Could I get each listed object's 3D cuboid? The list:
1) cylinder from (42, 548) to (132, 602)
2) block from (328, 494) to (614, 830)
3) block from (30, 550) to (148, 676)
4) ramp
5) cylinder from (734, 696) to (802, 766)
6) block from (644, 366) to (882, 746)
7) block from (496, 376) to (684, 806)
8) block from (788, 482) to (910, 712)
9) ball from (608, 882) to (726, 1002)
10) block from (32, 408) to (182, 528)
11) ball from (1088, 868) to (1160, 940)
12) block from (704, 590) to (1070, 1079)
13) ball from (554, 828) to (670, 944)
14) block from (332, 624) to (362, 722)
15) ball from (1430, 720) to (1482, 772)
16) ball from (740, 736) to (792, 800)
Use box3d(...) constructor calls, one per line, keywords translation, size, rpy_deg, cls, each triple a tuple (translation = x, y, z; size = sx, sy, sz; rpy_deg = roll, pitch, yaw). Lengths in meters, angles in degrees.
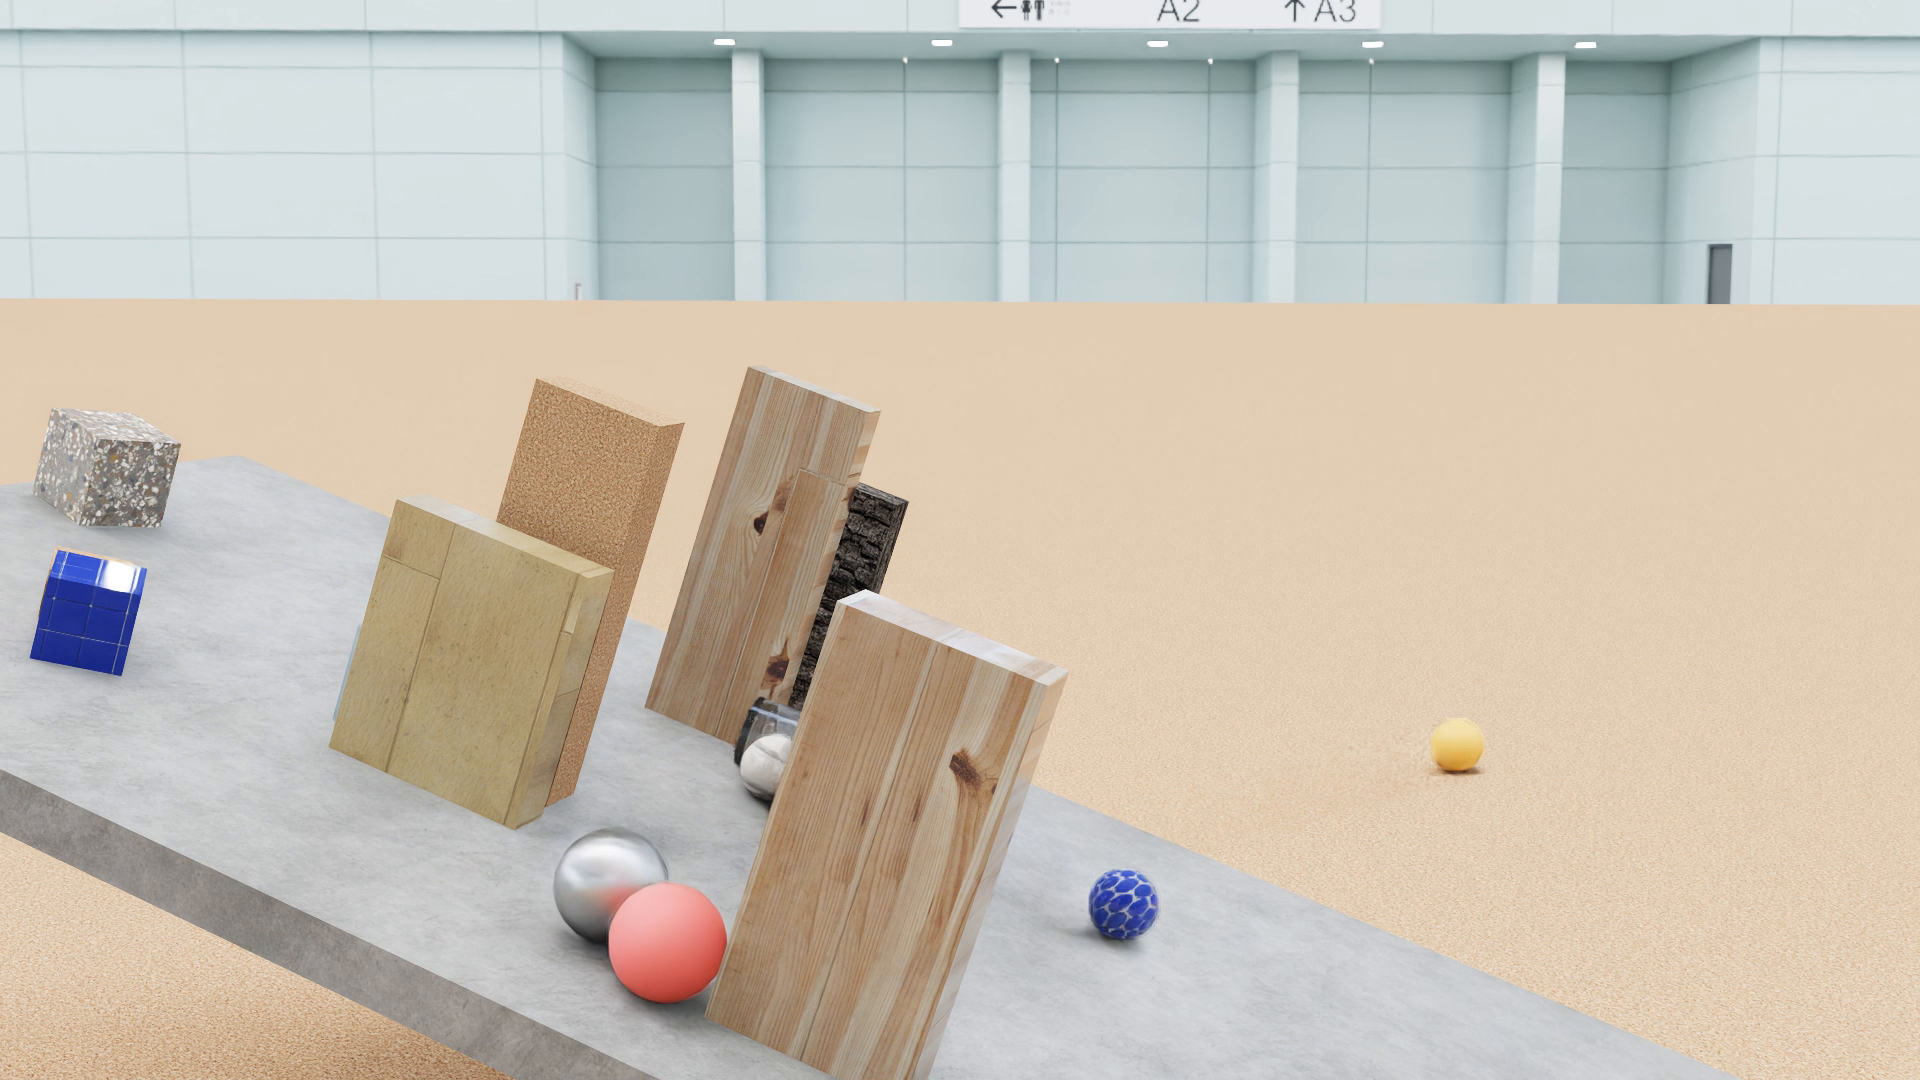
box3d(translation=(-1.658, 0.094, 4.172), size=(0.140, 0.140, 0.140), rpy_deg=(11, 3, -20), cls="cylinder")
box3d(translation=(-0.880, 0.216, 3.951), size=(0.395, 0.485, 0.101), rpy_deg=(21, 12, 14), cls="block")
box3d(translation=(-1.599, 0.133, 4.040), size=(0.159, 0.159, 0.159), rpy_deg=(14, 13, -20), cls="block")
box3d(translation=(-0.347, 0.647, 4.220), size=(4.000, 0.100, 2.000), rpy_deg=(21, 12, 14), cls="ramp")
box3d(translation=(-0.372, 0.423, 4.587), size=(0.151, 0.151, 0.151), rpy_deg=(20, 10, 7), cls="cylinder")
box3d(translation=(-0.424, 0.045, 4.685), size=(0.282, 0.780, 0.083), rpy_deg=(21, 12, 14), cls="block")
box3d(translation=(-0.747, 0.094, 4.059), size=(0.254, 0.747, 0.111), rpy_deg=(21, 12, 14), cls="block")
box3d(translation=(-0.338, 0.137, 4.893), size=(0.277, 0.575, 0.086), rpy_deg=(21, 12, 14), cls="block")
box3d(translation=(-0.458, 0.630, 3.445), size=(0.185, 0.185, 0.185), rpy_deg=(0, 7, 0), cls="ball")
box3d(translation=(-1.878, -0.159, 4.841), size=(0.198, 0.198, 0.198), rpy_deg=(26, 14, 34), cls="block")
box3d(translation=(0.321, 0.716, 4.326), size=(0.140, 0.140, 0.140), rpy_deg=(0, 7, 0), cls="ball")
box3d(translation=(-0.118, 0.473, 3.393), size=(0.346, 0.706, 0.128), rpy_deg=(21, 12, 14), cls="block")
box3d(translation=(-0.567, 0.562, 3.579), size=(0.187, 0.187, 0.187), rpy_deg=(0, 7, 0), cls="ball")
box3d(translation=(-1.032, 0.271, 4.178), size=(0.195, 0.195, 0.195), rpy_deg=(21, 12, 14), cls="block")
box3d(translation=(1.850, 0.768, 8.197), size=(0.194, 0.194, 0.194), rpy_deg=(0, 7, 0), cls="ball")
box3d(translation=(-0.378, 0.461, 4.449), size=(0.132, 0.132, 0.132), rpy_deg=(0, 7, 0), cls="ball")
